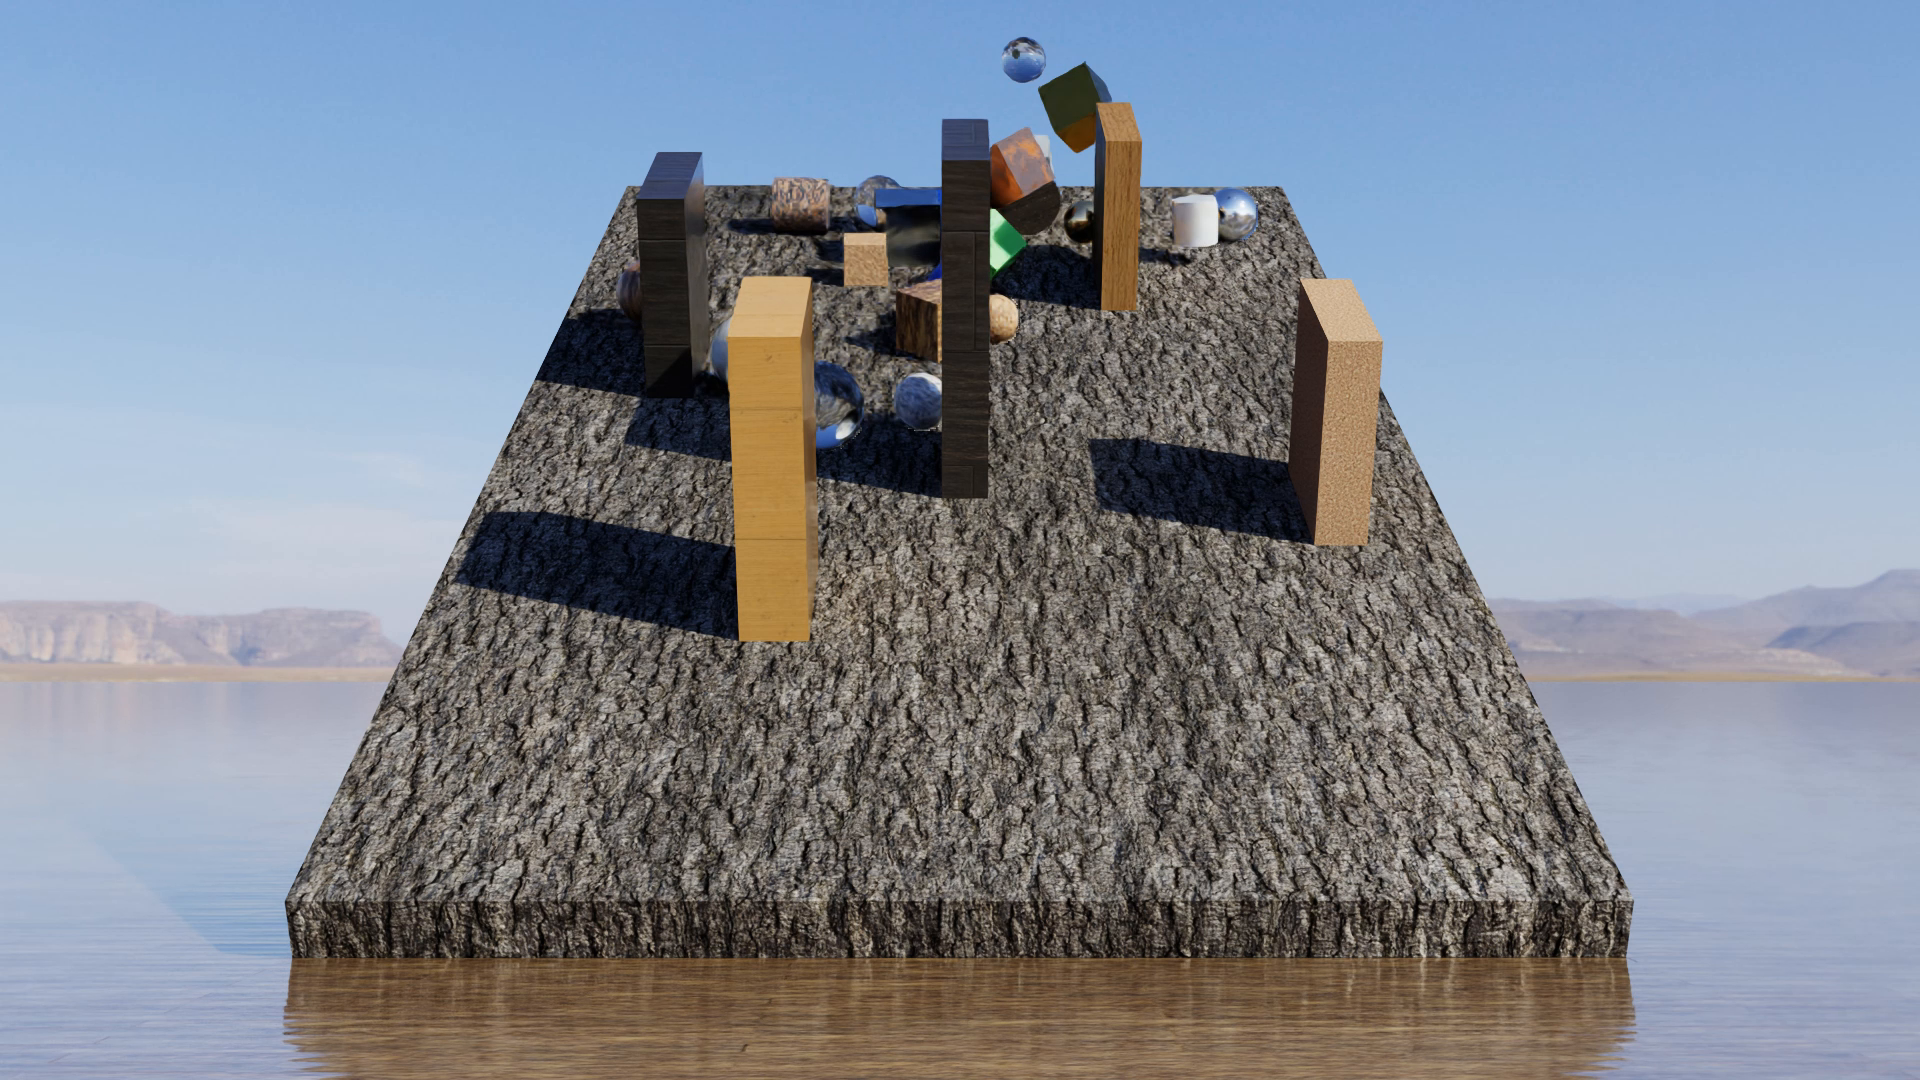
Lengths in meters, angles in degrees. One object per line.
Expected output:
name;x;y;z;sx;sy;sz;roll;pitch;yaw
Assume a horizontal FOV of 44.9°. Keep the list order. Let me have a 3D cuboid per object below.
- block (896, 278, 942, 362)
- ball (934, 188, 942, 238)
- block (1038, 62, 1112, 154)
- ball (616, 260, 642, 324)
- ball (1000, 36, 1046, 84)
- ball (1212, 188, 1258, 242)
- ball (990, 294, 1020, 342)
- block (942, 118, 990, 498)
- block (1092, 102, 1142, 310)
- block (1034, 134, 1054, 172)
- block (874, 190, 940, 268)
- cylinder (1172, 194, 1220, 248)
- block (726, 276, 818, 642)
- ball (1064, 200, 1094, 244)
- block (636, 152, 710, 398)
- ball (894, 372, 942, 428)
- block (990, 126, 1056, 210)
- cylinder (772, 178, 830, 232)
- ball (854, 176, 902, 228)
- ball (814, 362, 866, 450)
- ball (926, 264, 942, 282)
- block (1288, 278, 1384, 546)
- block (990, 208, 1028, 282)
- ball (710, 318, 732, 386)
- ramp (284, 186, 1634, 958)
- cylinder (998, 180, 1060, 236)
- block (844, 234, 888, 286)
block;-0.052;-0.539;5.692;0.148;0.148;0.148;-21;31;-39
ball;-0.063;-0.916;6.528;0.140;0.140;0.140;0;-3;0
block;0.365;-1.307;7.035;0.167;0.167;0.167;-27;-23;18
ball;-0.781;-0.624;5.856;0.166;0.166;0.166;0;-3;0
ball;0.171;-1.297;6.282;0.122;0.122;0.122;0;-3;0
ball;0.763;-0.918;6.551;0.150;0.150;0.150;0;-3;0
ball;0.086;-0.549;5.747;0.120;0.120;0.120;0;-3;0
block;0.010;-0.484;4.859;0.096;0.720;0.339;0;24;0
block;0.409;-0.880;6.097;0.091;0.444;0.418;0;24;0
block;0.202;-1.102;6.912;0.143;0.143;0.143;-6;36;6
block;-0.145;-0.857;6.379;0.171;0.171;0.171;-1;23;-4
cylinder;0.643;-0.870;6.343;0.122;0.122;0.122;-5;18;1
block;-0.339;-0.152;4.275;0.127;0.584;0.345;0;24;0
ball;0.345;-0.875;6.396;0.120;0.120;0.120;0;-3;0
block;-0.673;-0.631;5.489;0.108;0.475;0.417;0;24;0
ball;-0.086;-0.312;5.204;0.125;0.125;0.125;0;-3;0
block;0.126;-1.013;6.395;0.162;0.162;0.162;-21;11;44
cylinder;-0.453;-0.956;6.625;0.153;0.153;0.153;1;-3;1
ball;-0.230;-0.971;6.665;0.149;0.149;0.149;0;-3;0
ball;-0.304;-0.294;5.077;0.194;0.194;0.194;0;-3;0
ball;-0.006;-0.625;5.845;0.164;0.164;0.164;0;-3;0
block;0.759;-0.266;4.729;0.105;0.429;0.397;0;24;0
block;0.070;-0.762;6.106;0.131;0.131;0.131;-43;-1;-29
ball;-0.485;-0.434;5.399;0.190;0.190;0.190;0;-3;0
ramp;-0.008;-0.228;5.293;2.000;0.100;4.000;0;24;0
cylinder;0.180;-0.996;6.665;0.196;0.196;0.196;0;24;-4
block;-0.252;-0.748;6.204;0.114;0.114;0.114;-1;24;-2
